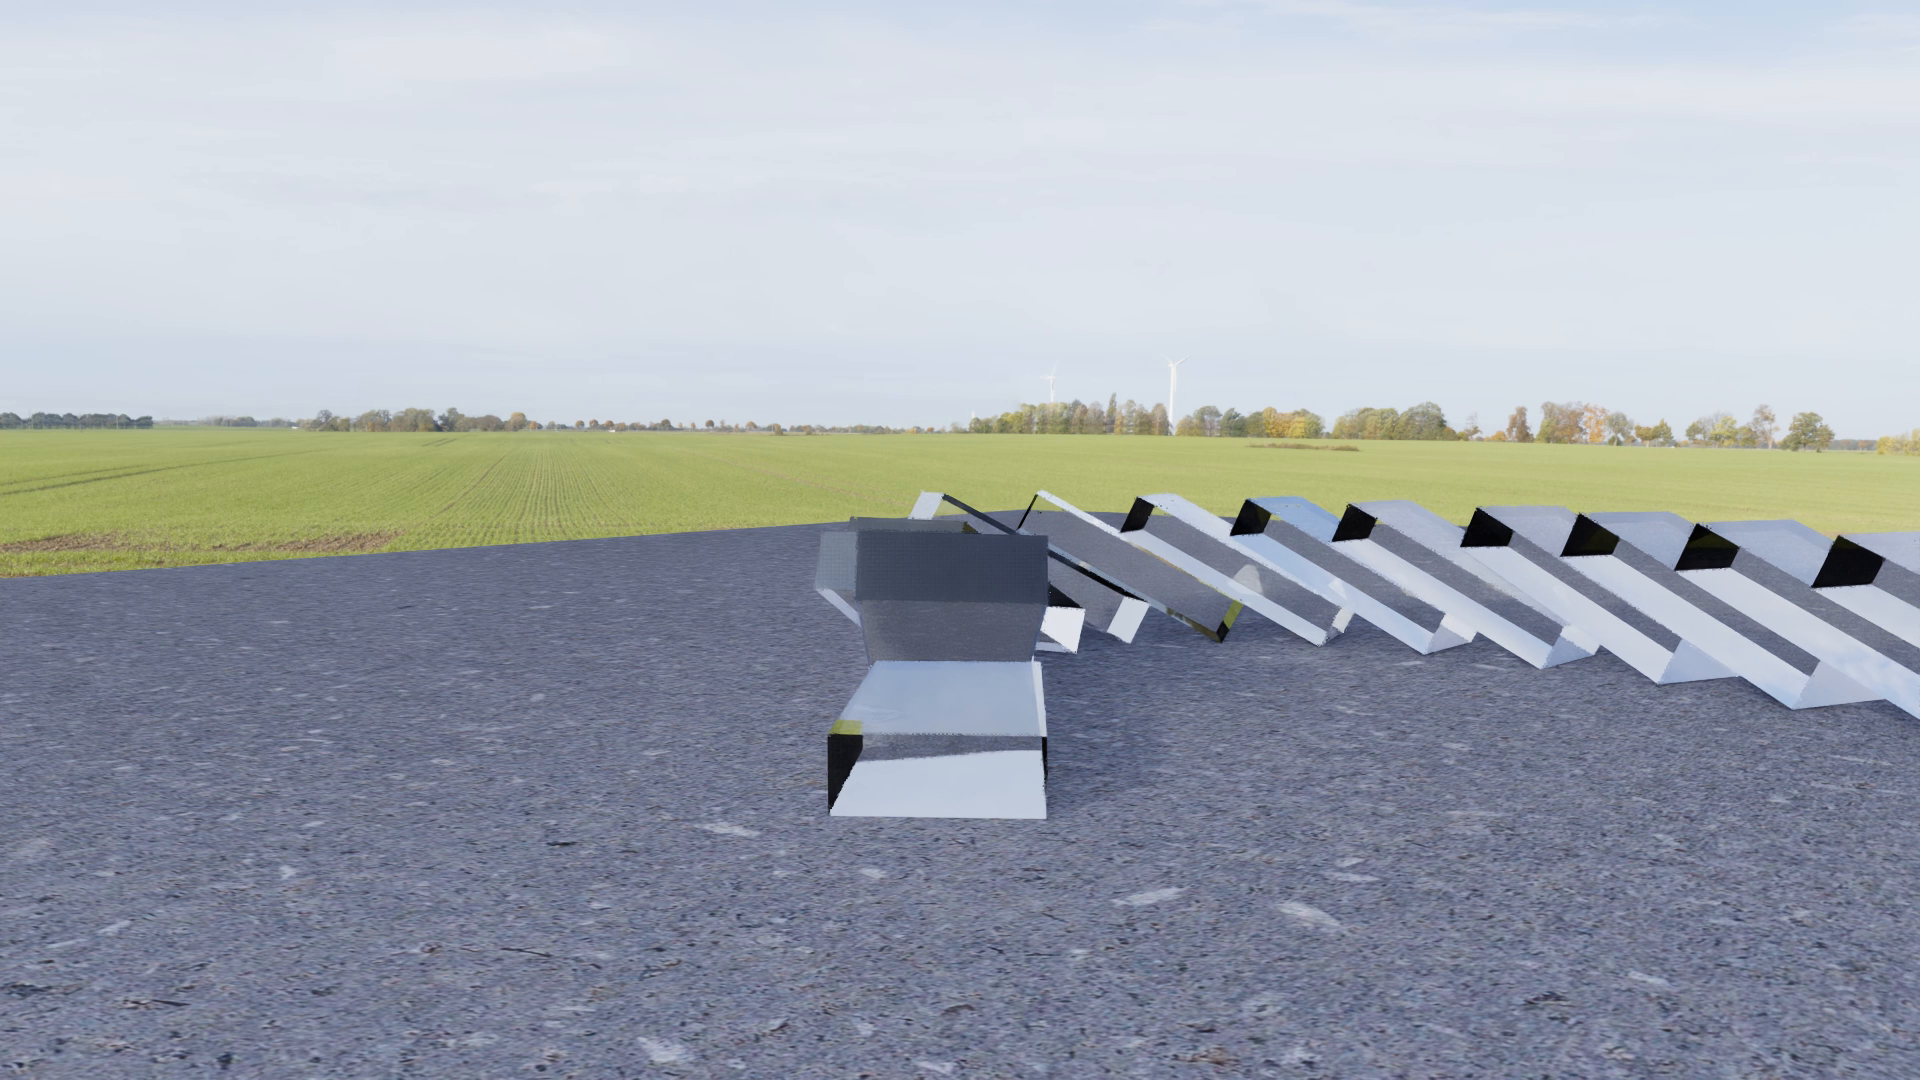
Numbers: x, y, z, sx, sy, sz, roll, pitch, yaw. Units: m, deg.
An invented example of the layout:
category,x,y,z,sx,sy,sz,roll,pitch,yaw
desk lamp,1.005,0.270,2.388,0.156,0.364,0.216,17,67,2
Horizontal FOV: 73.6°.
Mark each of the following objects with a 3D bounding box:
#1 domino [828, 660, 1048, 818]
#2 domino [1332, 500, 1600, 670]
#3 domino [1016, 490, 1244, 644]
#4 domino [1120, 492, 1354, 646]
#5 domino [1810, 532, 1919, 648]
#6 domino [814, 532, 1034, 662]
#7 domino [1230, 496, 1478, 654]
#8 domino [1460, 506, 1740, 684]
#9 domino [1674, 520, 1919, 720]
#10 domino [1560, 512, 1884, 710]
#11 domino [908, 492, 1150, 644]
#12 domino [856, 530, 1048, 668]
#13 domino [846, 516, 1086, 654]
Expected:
category,x,y,z,sx,sy,sz,roll,pitch,yaw
domino,-0.001,0.025,0.171,0.025,0.009,0.050,0,4,3
domino,0.105,0.008,0.265,0.025,0.010,0.050,-4,31,-42
domino,0.038,0.005,0.287,0.050,0.010,0.025,28,7,4
domino,0.063,0.006,0.288,0.050,0.010,0.025,31,17,23
domino,0.154,0.015,0.183,0.025,0.010,0.050,-2,28,-23
domino,-0.004,0.012,0.222,0.025,0.010,0.050,1,-19,16
domino,0.087,0.006,0.280,0.025,0.010,0.050,-4,31,-48
domino,0.125,0.009,0.248,0.025,0.009,0.050,-1,29,-26
domino,0.145,0.013,0.205,0.025,0.010,0.050,-2,29,-24
domino,0.136,0.011,0.227,0.025,0.010,0.050,-1,29,-24
domino,0.014,0.006,0.277,0.050,0.010,0.025,28,-3,-12
domino,-0.001,0.012,0.192,0.025,0.010,0.050,1,-20,-1
domino,0.002,0.009,0.249,0.025,0.010,0.050,3,-19,33
